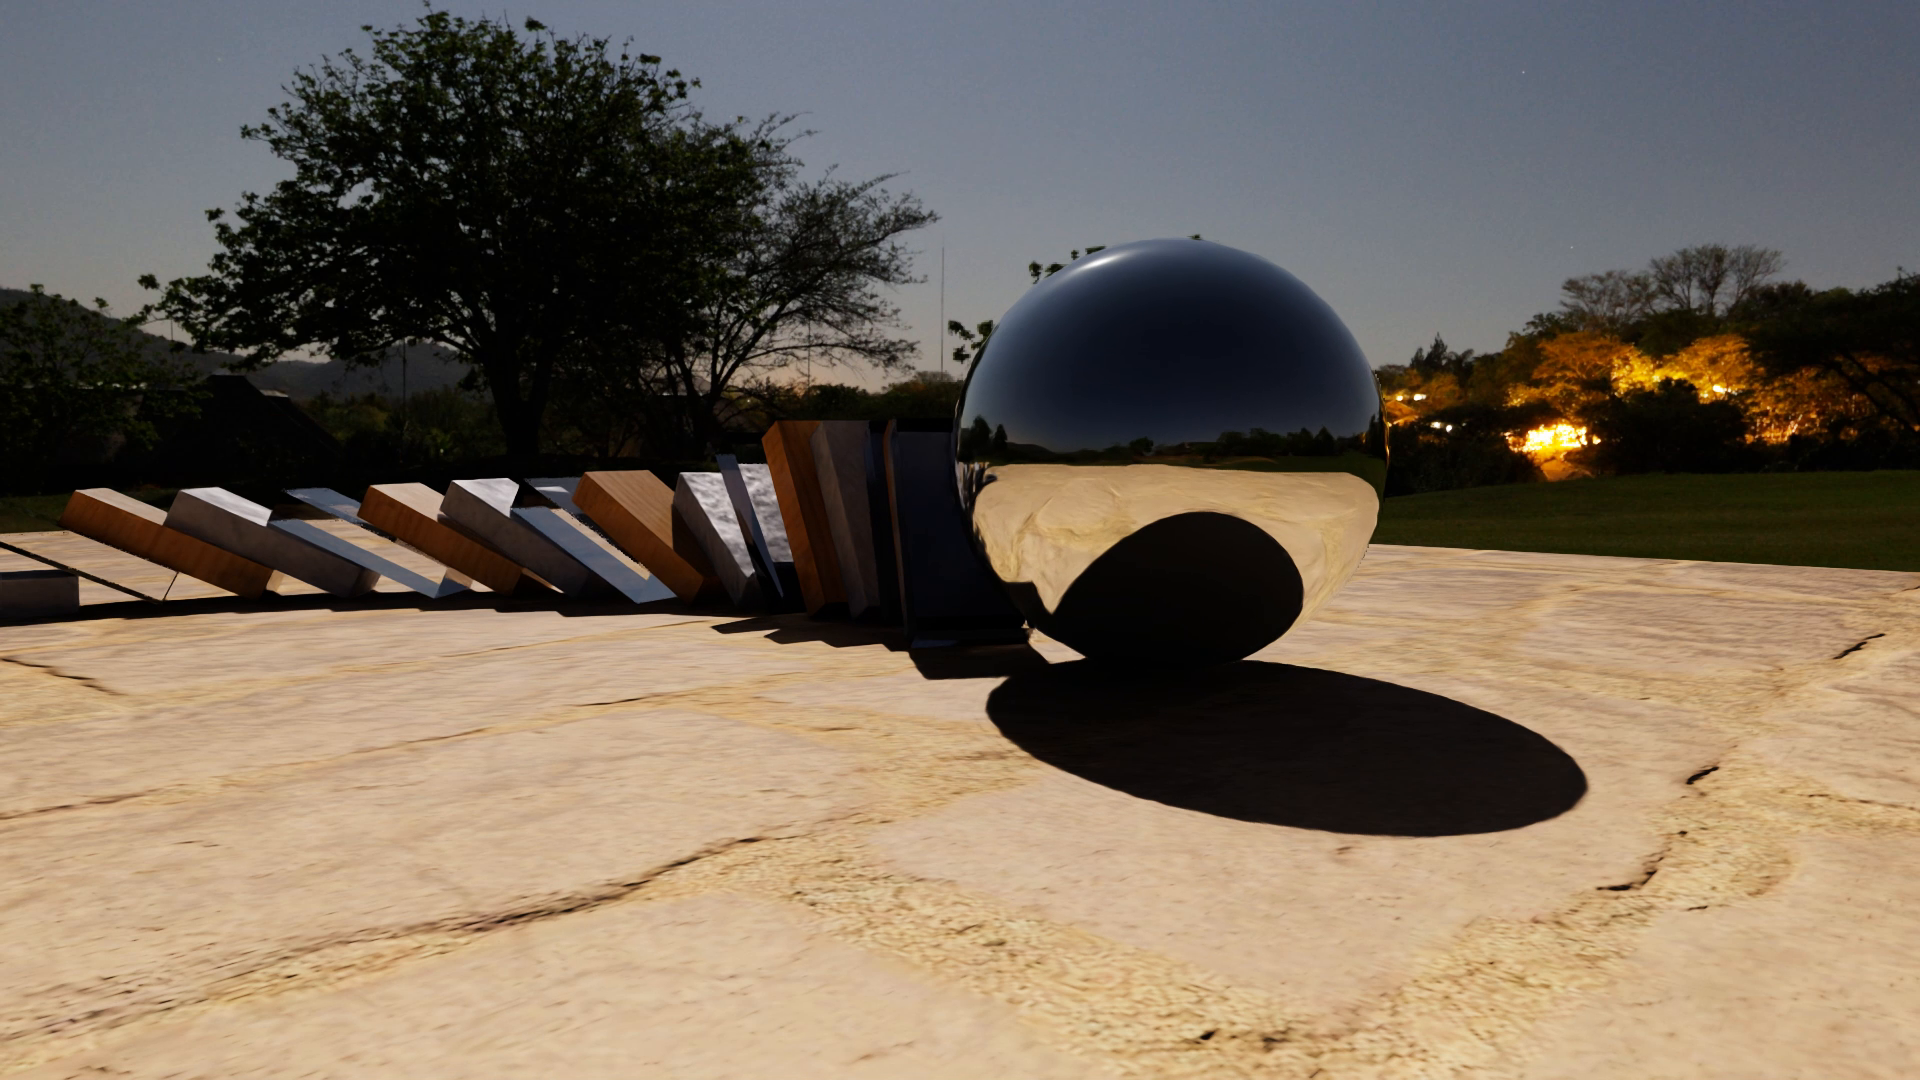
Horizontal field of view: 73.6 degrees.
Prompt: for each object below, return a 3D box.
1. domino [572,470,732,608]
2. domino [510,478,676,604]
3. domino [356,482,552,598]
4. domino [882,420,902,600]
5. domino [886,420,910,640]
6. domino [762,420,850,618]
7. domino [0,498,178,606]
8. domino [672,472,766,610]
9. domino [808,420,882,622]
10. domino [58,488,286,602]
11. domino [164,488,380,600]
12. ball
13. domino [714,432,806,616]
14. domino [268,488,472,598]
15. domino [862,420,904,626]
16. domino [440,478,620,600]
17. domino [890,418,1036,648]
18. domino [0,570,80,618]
[{"bbox_3d":[-0.080,-0.001,0.353,0.050,0.010,0.025,38,21,22],"label":"domino"},{"bbox_3d":[-0.099,-0.001,0.360,0.050,0.010,0.025,33,17,19],"label":"domino"},{"bbox_3d":[-0.142,0.000,0.366,0.050,0.010,0.025,27,7,5],"label":"domino"},{"bbox_3d":[-0.003,-0.004,0.299,0.025,0.050,0.010,-1,-25,-15],"label":"domino"},{"bbox_3d":[-0.001,-0.003,0.288,0.025,0.050,0.009,-1,-25,-12],"label":"domino"},{"bbox_3d":[-0.031,-0.006,0.325,0.025,0.050,0.009,-3,-24,-36],"label":"domino"},{"bbox_3d":[-0.231,0.002,0.332,0.050,0.009,0.025,28,-12,-29],"label":"domino"},{"bbox_3d":[-0.057,-0.001,0.348,0.025,0.009,0.050,-1,35,-35],"label":"domino"},{"bbox_3d":[-0.019,-0.006,0.319,0.025,0.050,0.009,-3,-24,-31],"label":"domino"},{"bbox_3d":[-0.211,0.001,0.348,0.050,0.010,0.025,26,-4,-18],"label":"domino"},{"bbox_3d":[-0.189,0.001,0.357,0.050,0.009,0.025,25,0,-10],"label":"domino"},{"bbox_3d":[0.038,-0.015,0.240,0.080,0.080,0.080,0,4,0],"label":"ball"},{"bbox_3d":[-0.044,-0.005,0.333,0.025,0.050,0.009,-3,-32,-36],"label":"domino"},{"bbox_3d":[-0.165,0.000,0.364,0.050,0.010,0.025,25,4,-1],"label":"domino"},{"bbox_3d":[-0.008,-0.005,0.309,0.025,0.050,0.010,-1,-25,-15],"label":"domino"},{"bbox_3d":[-0.119,-0.001,0.365,0.050,0.009,0.025,31,12,13],"label":"domino"},{"bbox_3d":[0.000,-0.002,0.277,0.025,0.050,0.010,-1,-25,-12],"label":"domino"},{"bbox_3d":[-0.248,0.014,0.317,0.050,0.009,0.025,-3,5,-34],"label":"domino"}]
